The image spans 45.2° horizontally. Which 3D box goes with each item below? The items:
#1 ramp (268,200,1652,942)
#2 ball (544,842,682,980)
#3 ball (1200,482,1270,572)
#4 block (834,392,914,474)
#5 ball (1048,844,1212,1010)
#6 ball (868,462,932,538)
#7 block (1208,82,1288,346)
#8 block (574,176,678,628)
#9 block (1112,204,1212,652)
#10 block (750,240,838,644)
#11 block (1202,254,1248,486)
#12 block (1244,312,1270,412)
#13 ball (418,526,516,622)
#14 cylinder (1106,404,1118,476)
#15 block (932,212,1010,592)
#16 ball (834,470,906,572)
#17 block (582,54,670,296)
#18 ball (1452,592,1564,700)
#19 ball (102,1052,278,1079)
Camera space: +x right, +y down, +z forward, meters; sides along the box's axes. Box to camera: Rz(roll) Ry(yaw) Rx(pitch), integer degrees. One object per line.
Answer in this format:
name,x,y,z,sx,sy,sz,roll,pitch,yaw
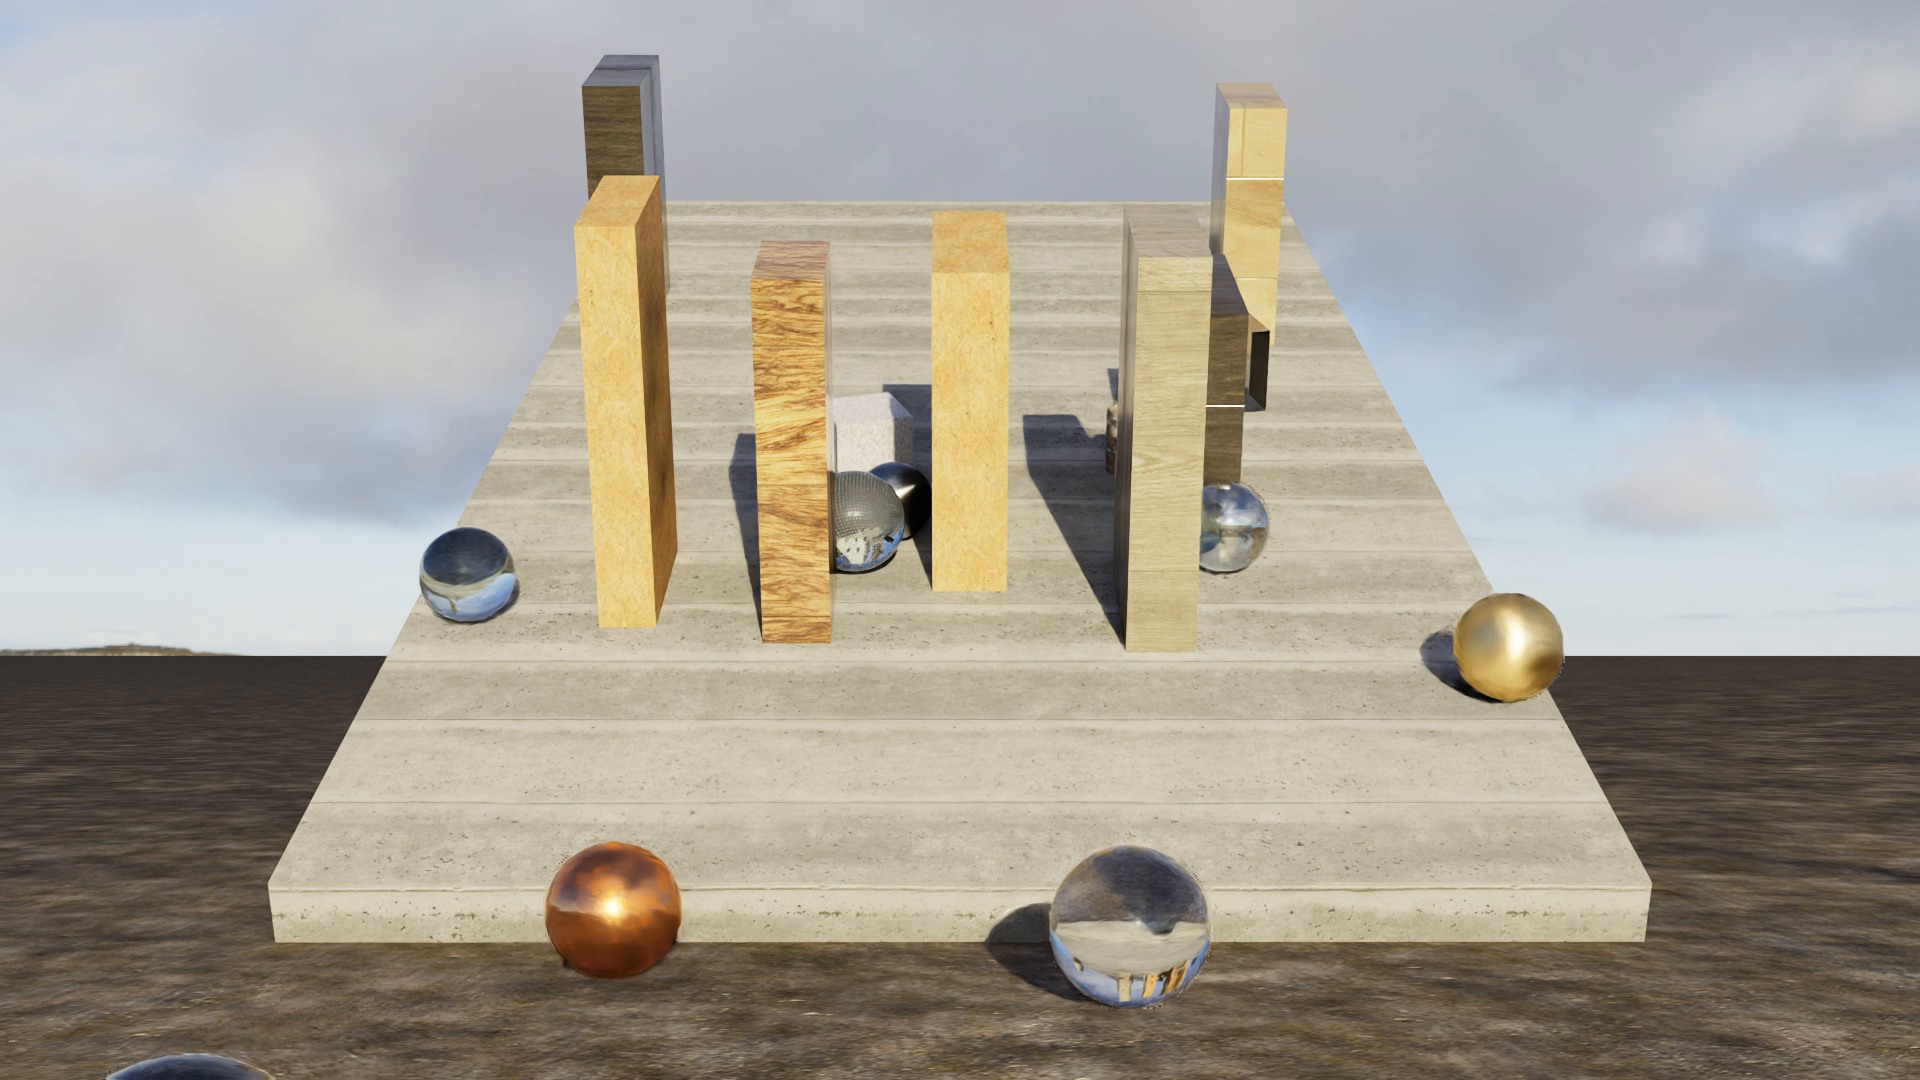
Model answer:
ramp,-0.007,-0.223,5.195,2.000,0.100,4.000,0,22,0
ball,-0.451,0.482,3.000,0.177,0.177,0.177,0,-3,0
ball,0.500,-0.025,4.363,0.172,0.172,0.172,0,-3,0
block,-0.200,-0.197,4.787,0.162,0.162,0.162,-8,24,-18
ball,0.203,0.462,2.752,0.194,0.194,0.194,0,-3,0
ball,-0.129,-0.077,4.511,0.153,0.153,0.153,0,-3,0
block,0.708,-0.812,5.721,0.136,0.587,0.308,0,22,0
block,-0.597,-0.253,4.168,0.102,0.739,0.360,0,22,0
block,0.352,-0.200,4.074,0.122,0.715,0.349,0,22,0
block,-0.289,-0.172,4.068,0.120,0.666,0.248,0,22,0
block,0.500,-0.320,4.735,0.115,0.433,0.427,0,22,0
block,0.583,-0.409,5.269,0.189,0.189,0.189,-5,23,-11
ball,-0.887,0.062,4.147,0.171,0.171,0.171,0,-3,0
cylinder,0.373,-0.210,4.864,0.130,0.130,0.130,0,22,0
block,0.017,-0.270,4.375,0.138,0.613,0.429,0,22,0
ball,-0.200,-0.036,4.359,0.193,0.193,0.193,0,-3,0
block,-0.841,-0.882,5.842,0.140,0.619,0.399,0,22,0
ball,0.919,0.178,3.860,0.182,0.182,0.182,0,-3,0
ball,-0.474,0.404,1.402,0.181,0.181,0.181,0,-3,0
